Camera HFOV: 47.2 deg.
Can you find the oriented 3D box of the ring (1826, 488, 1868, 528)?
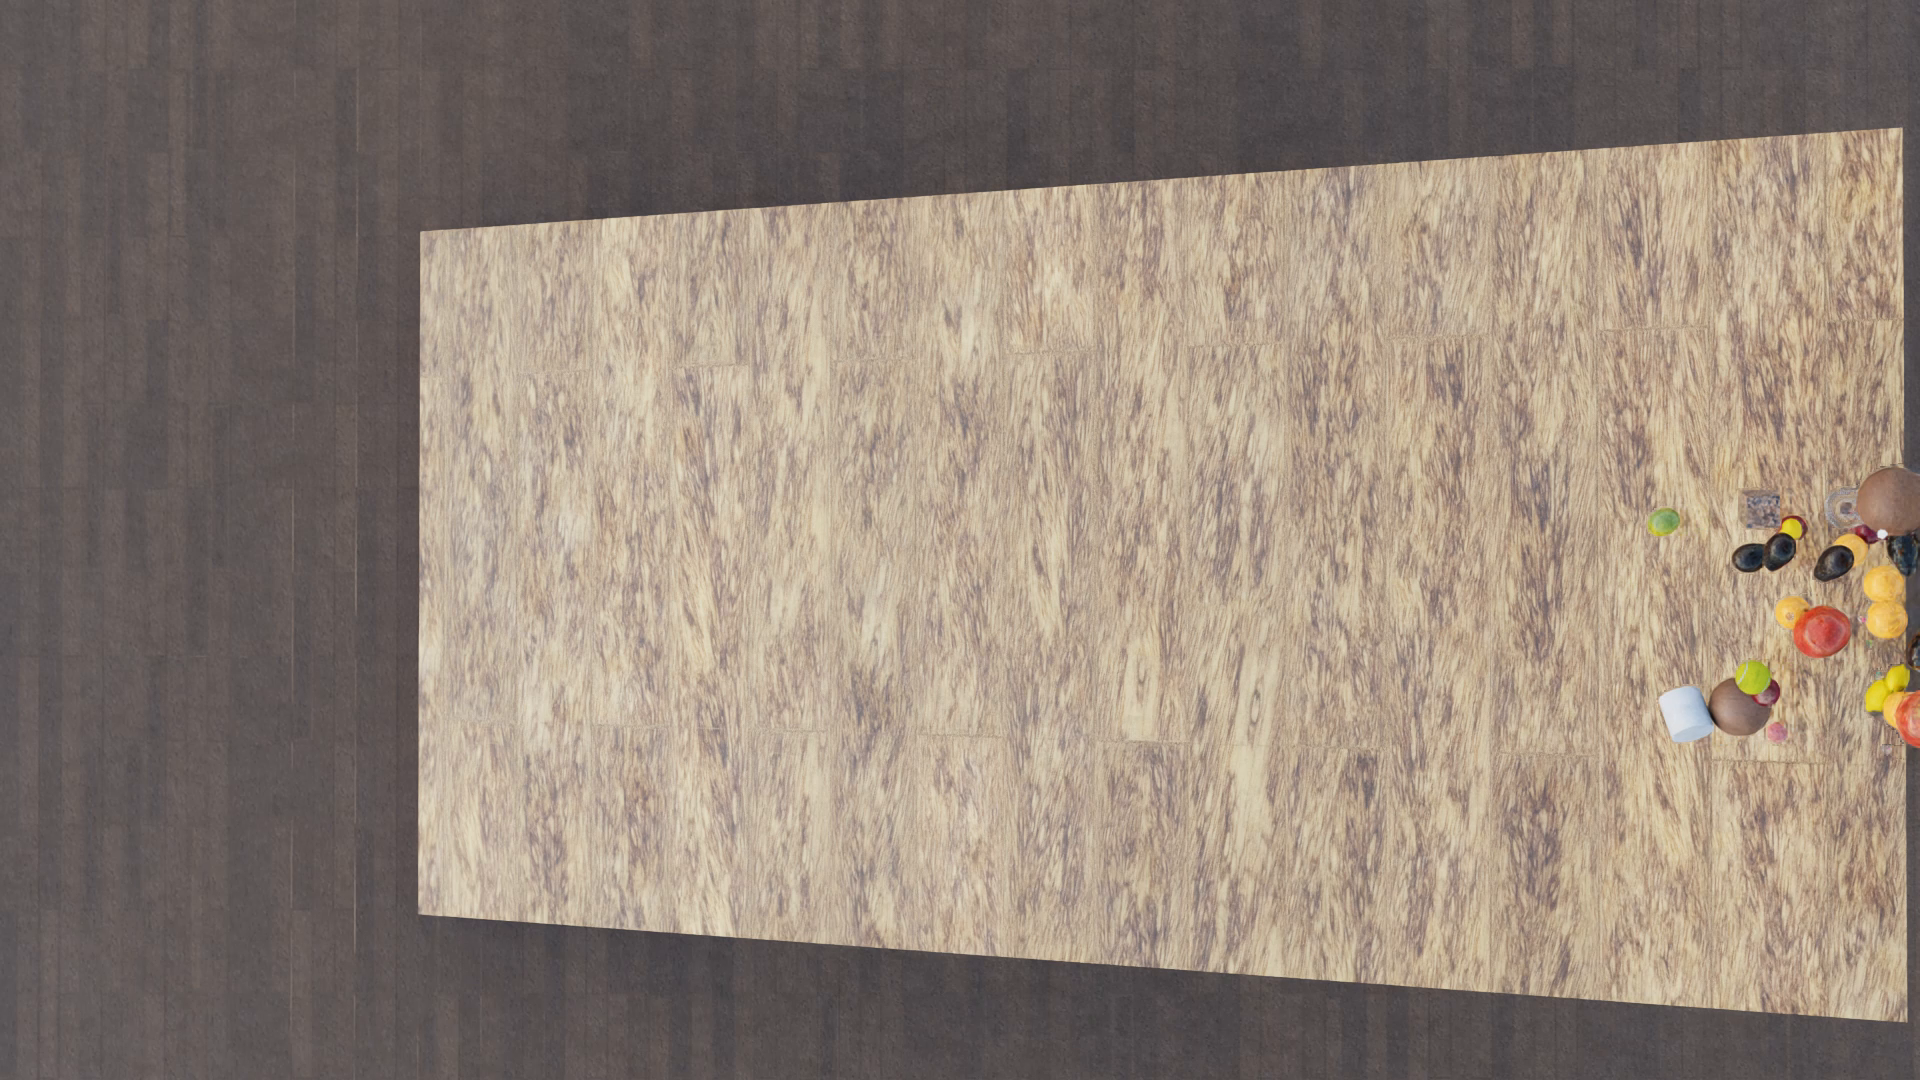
[{"bbox_3d":[1.759,-0.063,4.362,0.083,0.028,0.083,1,98,6],"label":"ring"}]

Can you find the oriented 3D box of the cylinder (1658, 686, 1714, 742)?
[{"bbox_3d":[1.589,0.382,4.812,0.093,0.093,0.093,-11,62,0],"label":"cylinder"}]

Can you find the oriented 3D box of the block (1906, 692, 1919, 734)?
[{"bbox_3d":[1.896,0.327,4.247,0.077,0.077,0.077,-6,69,-17],"label":"block"}]

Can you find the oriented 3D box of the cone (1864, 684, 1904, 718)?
[{"bbox_3d":[1.866,0.323,4.407,0.069,0.069,0.069,4,89,-19],"label":"cone"}]

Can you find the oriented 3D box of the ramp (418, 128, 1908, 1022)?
[{"bbox_3d":[0.283,0.086,5.726,4.000,0.100,2.000,0,89,22],"label":"ramp"}]

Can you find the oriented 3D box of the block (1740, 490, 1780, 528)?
[{"bbox_3d":[1.649,-0.065,4.533,0.065,0.065,0.065,-3,103,7],"label":"block"}]
